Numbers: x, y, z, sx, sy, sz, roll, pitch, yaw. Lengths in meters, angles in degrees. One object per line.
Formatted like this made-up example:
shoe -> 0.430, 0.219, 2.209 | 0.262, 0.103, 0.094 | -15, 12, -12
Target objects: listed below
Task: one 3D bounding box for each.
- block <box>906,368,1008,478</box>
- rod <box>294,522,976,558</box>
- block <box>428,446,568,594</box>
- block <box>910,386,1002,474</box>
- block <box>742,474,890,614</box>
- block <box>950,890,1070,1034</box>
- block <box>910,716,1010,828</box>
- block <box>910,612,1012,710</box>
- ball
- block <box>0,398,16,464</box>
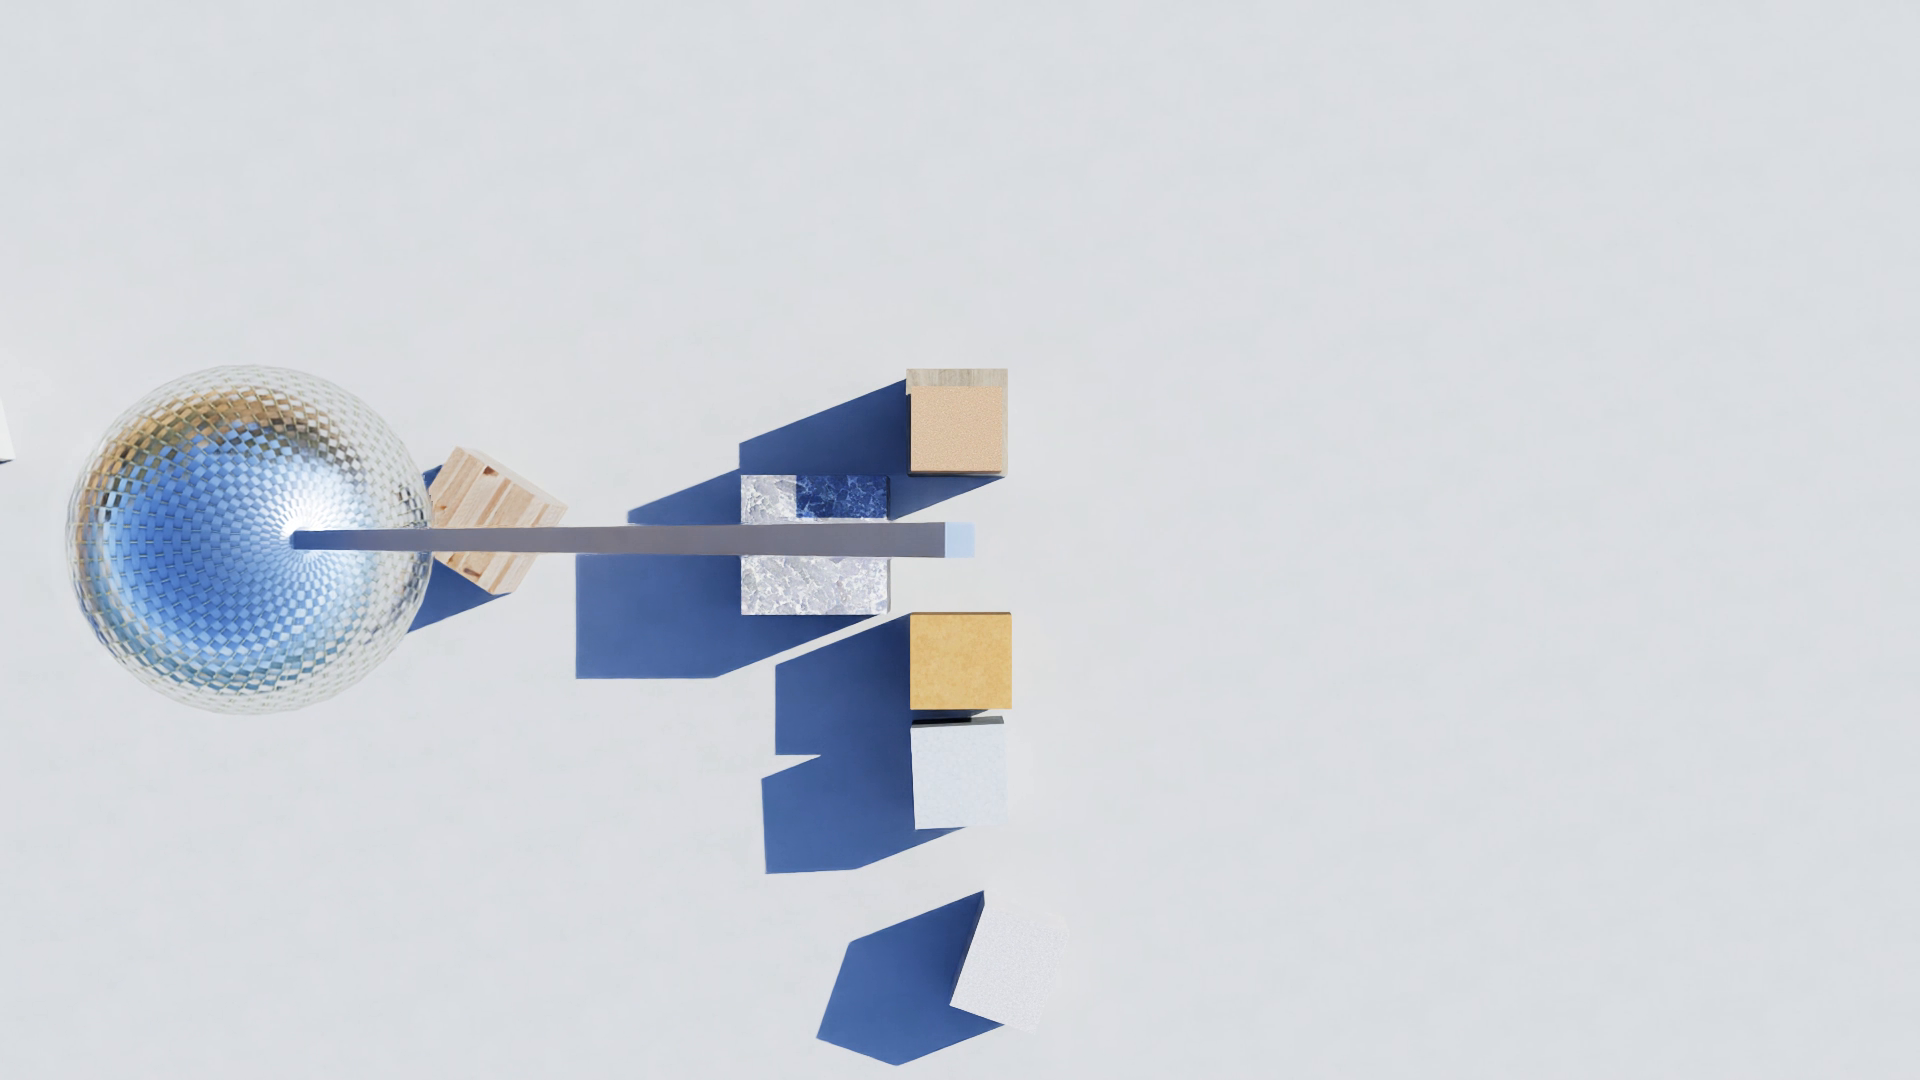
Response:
block -> -0.016, -0.666, 12.665 | 0.570, 0.670, 0.590 | 0, 90, 0
rod -> -1.390, 0.000, 7.118 | 0.080, 5.200, 0.080 | 0, 90, -32
block -> -2.735, -0.112, 12.691 | 0.622, 0.618, 0.599 | 33, 90, 0
block -> -0.019, -0.602, 12.098 | 0.490, 0.464, 0.454 | 0, 90, 0
block -> -0.816, 0.027, 12.651 | 0.813, 0.699, 0.779 | 0, 90, 0
block -> 0.283, 2.437, 12.735 | 0.509, 0.531, 0.604 | 19, 90, 0
block -> 0.000, 1.334, 12.701 | 0.531, 0.598, 0.567 | -3, 90, 0
block -> 0.006, 0.691, 12.729 | 0.574, 0.542, 0.533 | 0, 90, 0
ball -> -3.207, 0.000, 9.991 | 1.600, 1.600, 1.600 | 0, 90, 0
block -> -5.997, -0.754, 12.687 | 0.675, 0.626, 0.736 | -14, 90, 0
